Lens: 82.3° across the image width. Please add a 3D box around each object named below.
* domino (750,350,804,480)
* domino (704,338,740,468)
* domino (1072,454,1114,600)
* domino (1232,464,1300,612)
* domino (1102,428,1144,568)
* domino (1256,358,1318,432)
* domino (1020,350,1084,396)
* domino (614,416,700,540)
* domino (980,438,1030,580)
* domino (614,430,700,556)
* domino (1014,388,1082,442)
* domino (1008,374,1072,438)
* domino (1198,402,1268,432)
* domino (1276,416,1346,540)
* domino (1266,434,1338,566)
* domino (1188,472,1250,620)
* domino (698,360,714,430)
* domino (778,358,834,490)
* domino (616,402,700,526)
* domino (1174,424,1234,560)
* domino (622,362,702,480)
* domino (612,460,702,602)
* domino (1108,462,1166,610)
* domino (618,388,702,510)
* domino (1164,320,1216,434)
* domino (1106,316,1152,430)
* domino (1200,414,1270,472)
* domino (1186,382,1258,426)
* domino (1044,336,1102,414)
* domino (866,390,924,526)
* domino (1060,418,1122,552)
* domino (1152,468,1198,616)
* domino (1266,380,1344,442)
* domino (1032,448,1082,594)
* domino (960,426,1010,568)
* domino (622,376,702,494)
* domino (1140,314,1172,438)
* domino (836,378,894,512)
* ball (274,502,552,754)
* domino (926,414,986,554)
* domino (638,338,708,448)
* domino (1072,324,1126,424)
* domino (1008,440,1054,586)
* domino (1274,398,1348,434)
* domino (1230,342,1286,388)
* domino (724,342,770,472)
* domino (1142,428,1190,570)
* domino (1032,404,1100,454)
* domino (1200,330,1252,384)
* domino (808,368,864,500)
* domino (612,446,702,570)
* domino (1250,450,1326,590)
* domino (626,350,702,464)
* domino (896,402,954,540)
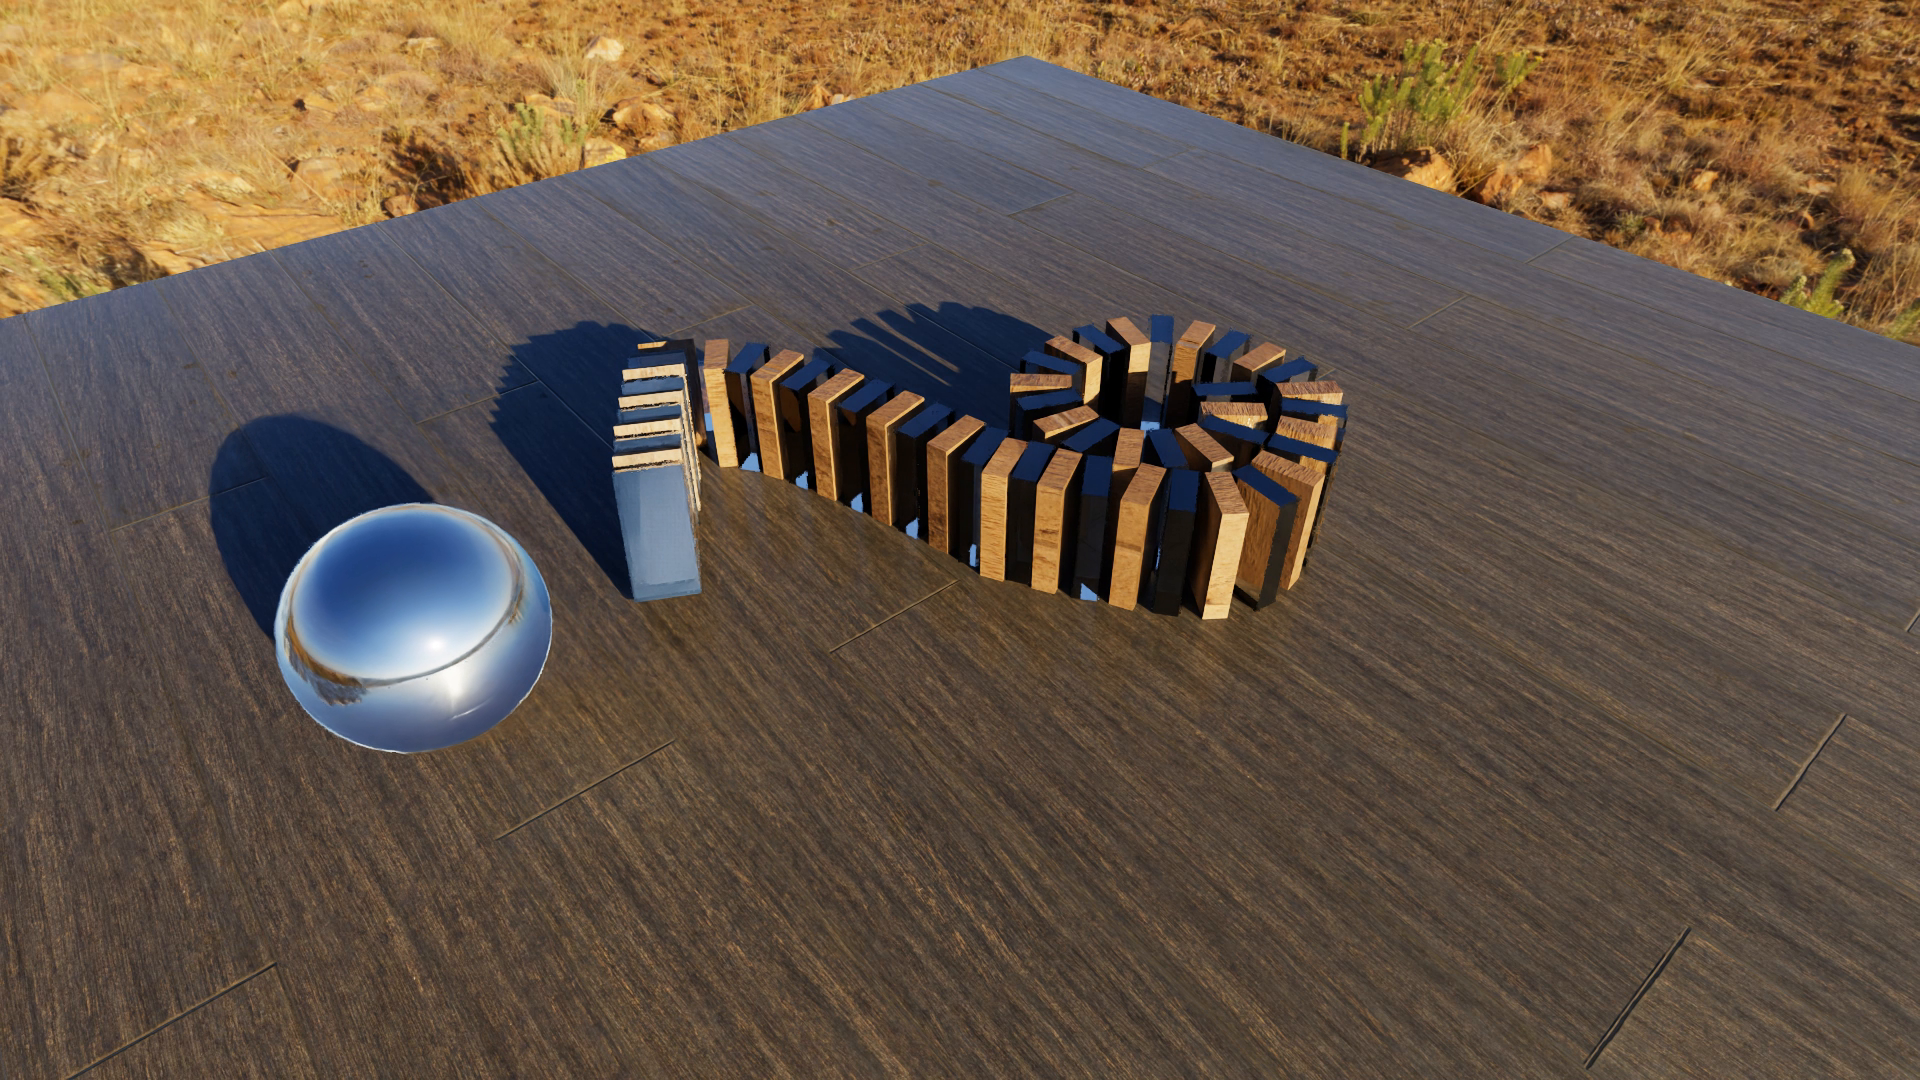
[{"bbox_3d":[-0.077,-0.054,0.478,0.009,0.050,0.025,18,43,21],"label":"domino"},{"bbox_3d":[-0.104,-0.060,0.485,0.009,0.050,0.025,-5,40,-6],"label":"domino"},{"bbox_3d":[0.050,-0.004,0.417,0.009,0.050,0.025,7,40,8],"label":"domino"},{"bbox_3d":[0.110,-0.001,0.412,0.009,0.050,0.025,-22,44,-25],"label":"domino"},{"bbox_3d":[0.064,-0.016,0.431,0.009,0.050,0.025,8,40,10],"label":"domino"},{"bbox_3d":[0.137,-0.051,0.474,0.025,0.050,0.009,-21,44,-24],"label":"domino"},{"bbox_3d":[0.039,-0.056,0.479,0.025,0.050,0.009,22,44,24],"label":"domino"},{"bbox_3d":[-0.121,-0.023,0.440,0.025,0.050,0.009,-8,15,-10],"label":"domino"},{"bbox_3d":[0.017,-0.012,0.426,0.009,0.050,0.025,15,42,17],"label":"domino"},{"bbox_3d":[-0.119,-0.016,0.432,0.025,0.050,0.009,-8,15,-10],"label":"domino"},{"bbox_3d":[0.036,-0.037,0.457,0.025,0.050,0.009,-11,41,-13],"label":"domino"},{"bbox_3d":[0.033,-0.046,0.468,0.025,0.050,0.009,2,39,2],"label":"domino"},{"bbox_3d":[0.108,-0.033,0.451,0.025,0.050,0.010,2,39,2],"label":"domino"},{"bbox_3d":[0.136,-0.024,0.441,0.025,0.050,0.009,14,41,17],"label":"domino"},{"bbox_3d":[0.129,-0.015,0.430,0.025,0.050,0.010,20,43,23],"label":"domino"},{"bbox_3d":[0.095,0.002,0.409,0.009,0.050,0.025,-3,39,-3],"label":"domino"},{"bbox_3d":[-0.127,-0.070,0.528,0.025,0.009,0.050,-6,40,-7],"label":"domino"},{"bbox_3d":[-0.064,-0.049,0.472,0.009,0.050,0.025,21,44,24],"label":"domino"},{"bbox_3d":[-0.122,-0.029,0.448,0.025,0.050,0.009,-8,15,-10],"label":"domino"},{"bbox_3d":[0.093,-0.018,0.433,0.010,0.050,0.025,-16,42,-19],"label":"domino"},{"bbox_3d":[-0.128,-0.049,0.473,0.025,0.050,0.009,-8,13,-10],"label":"domino"},{"bbox_3d":[-0.114,-0.003,0.416,0.025,0.050,0.009,-8,15,-10],"label":"domino"},{"bbox_3d":[0.066,-0.001,0.413,0.009,0.050,0.025,16,42,19],"label":"domino"},{"bbox_3d":[-0.124,-0.036,0.456,0.025,0.050,0.009,-8,15,-10],"label":"domino"},{"bbox_3d":[0.103,-0.071,0.498,0.009,0.050,0.025,19,43,21],"label":"domino"},{"bbox_3d":[0.074,-0.073,0.500,0.009,0.050,0.025,-13,41,-15],"label":"domino"},{"bbox_3d":[0.106,-0.023,0.440,0.025,0.050,0.010,21,44,24],"label":"domino"},{"bbox_3d":[0.108,-0.042,0.463,0.025,0.050,0.009,-3,39,-3],"label":"domino"},{"bbox_3d":[0.049,-0.063,0.488,0.009,0.050,0.025,-30,48,-31],"label":"domino"},{"bbox_3d":[-0.026,-0.033,0.452,0.010,0.050,0.025,25,45,27],"label":"domino"},{"bbox_3d":[0.050,-0.021,0.437,0.010,0.050,0.025,32,49,33],"label":"domino"},{"bbox_3d":[0.080,0.001,0.410,0.009,0.050,0.025,8,40,9],"label":"domino"},{"bbox_3d":[0.142,-0.043,0.463,0.025,0.050,0.009,-3,39,-3],"label":"domino"},{"bbox_3d":[0.037,-0.007,0.420,0.009,0.050,0.025,14,41,17],"label":"domino"},{"bbox_3d":[0.010,-0.016,0.432,0.010,0.050,0.025,17,42,19],"label":"domino"},{"bbox_3d":[-0.126,-0.043,0.465,0.025,0.050,0.010,-8,13,-10],"label":"domino"},{"bbox_3d":[0.089,-0.074,0.502,0.009,0.050,0.025,6,40,7],"label":"domino"},{"bbox_3d":[-0.038,-0.039,0.459,0.009,0.050,0.025,23,45,26],"label":"domino"},{"bbox_3d":[-0.174,0.028,0.354,0.080,0.080,0.080,0,39,0],"label":"ball"},{"bbox_3d":[-0.001,-0.022,0.438,0.009,0.050,0.025,26,46,28],"label":"domino"},{"bbox_3d":[-0.131,-0.066,0.503,0.025,0.009,0.050,-8,75,-9],"label":"domino"},{"bbox_3d":[0.061,-0.068,0.495,0.010,0.050,0.025,-22,44,-25],"label":"domino"},{"bbox_3d":[0.027,-0.010,0.424,0.010,0.050,0.025,12,41,15],"label":"domino"},{"bbox_3d":[0.140,-0.033,0.452,0.025,0.050,0.009,9,40,10],"label":"domino"},{"bbox_3d":[0.127,-0.059,0.484,0.025,0.050,0.009,-31,49,-33],"label":"domino"},{"bbox_3d":[-0.090,-0.058,0.482,0.010,0.050,0.025,9,40,11],"label":"domino"},{"bbox_3d":[0.078,-0.016,0.430,0.009,0.050,0.025,-5,40,-6],"label":"domino"},{"bbox_3d":[0.042,-0.028,0.446,0.025,0.050,0.009,-18,43,-21],"label":"domino"},{"bbox_3d":[0.116,-0.065,0.491,0.009,0.050,0.025,26,46,28],"label":"domino"},{"bbox_3d":[-0.051,-0.044,0.466,0.009,0.050,0.025,23,44,25],"label":"domino"},{"bbox_3d":[-0.116,-0.010,0.424,0.025,0.050,0.009,-8,15,-10],"label":"domino"},{"bbox_3d":[0.121,-0.007,0.420,0.025,0.050,0.009,27,46,29],"label":"domino"},{"bbox_3d":[-0.131,-0.058,0.487,0.025,0.050,0.009,-8,-3,-9],"label":"domino"},{"bbox_3d":[-0.013,-0.028,0.445,0.010,0.050,0.025,25,46,28],"label":"domino"}]
